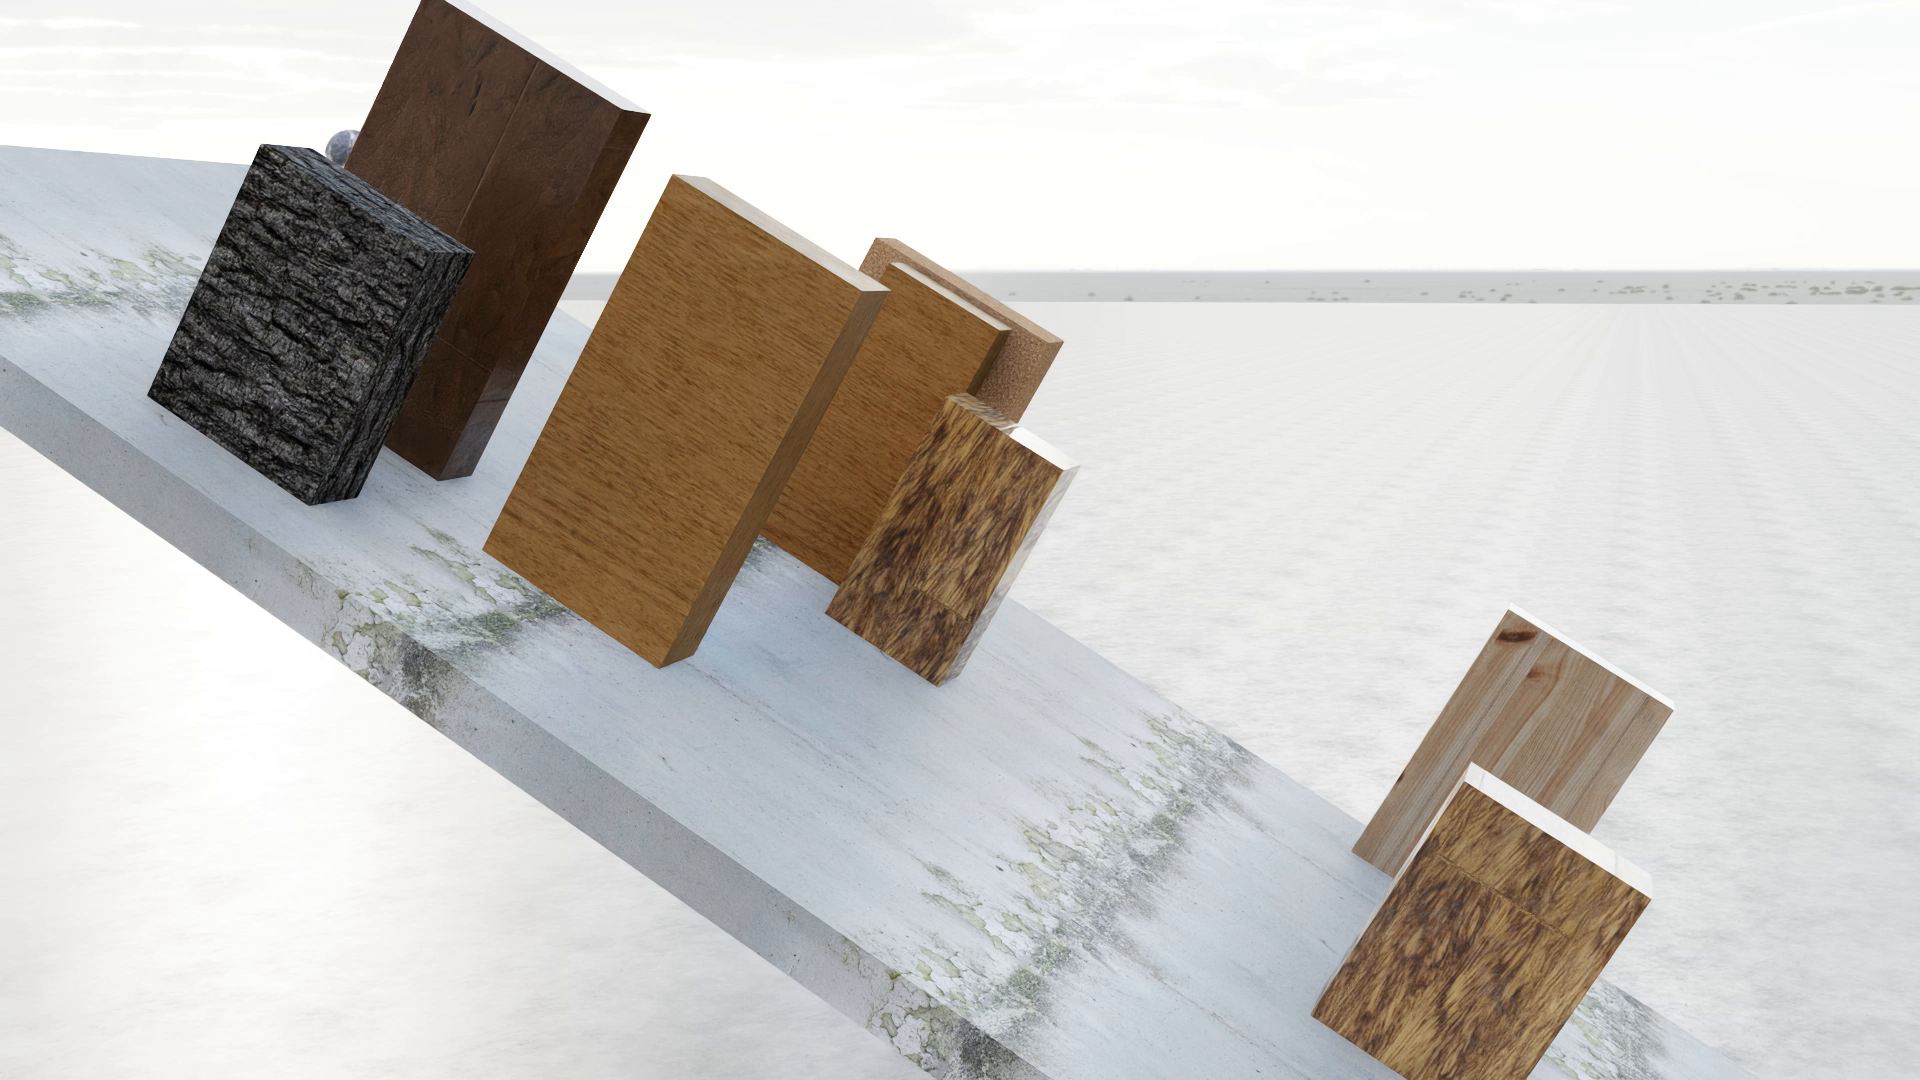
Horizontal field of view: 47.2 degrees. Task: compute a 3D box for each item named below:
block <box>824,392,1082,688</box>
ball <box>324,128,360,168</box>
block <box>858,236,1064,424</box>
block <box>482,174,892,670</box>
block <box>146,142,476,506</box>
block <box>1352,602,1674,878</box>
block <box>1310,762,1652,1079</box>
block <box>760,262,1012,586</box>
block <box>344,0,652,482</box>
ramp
[{"bbox_3d":[-0.014,-0.002,4.279,0.269,0.495,0.140,33,15,11],"label":"block"},{"bbox_3d":[-1.258,-0.795,4.547,0.108,0.108,0.108,0,7,0],"label":"ball"},{"bbox_3d":[-0.131,-0.249,4.609,0.426,0.635,0.129,33,15,11],"label":"block"},{"bbox_3d":[-0.457,-0.195,3.635,0.372,0.716,0.140,33,15,11],"label":"block"},{"bbox_3d":[-1.043,-0.345,3.530,0.340,0.461,0.140,33,15,11],"label":"block"},{"bbox_3d":[1.147,0.496,4.589,0.382,0.617,0.092,33,15,11],"label":"block"},{"bbox_3d":[0.873,0.682,3.695,0.346,0.487,0.149,33,15,11],"label":"block"},{"bbox_3d":[-0.167,-0.226,4.484,0.266,0.624,0.093,33,15,11],"label":"block"},{"bbox_3d":[-0.900,-0.531,3.878,0.422,0.737,0.118,33,15,11],"label":"block"},{"bbox_3d":[-0.183,0.301,4.127,4.000,0.100,2.000,33,15,11],"label":"ramp"}]
